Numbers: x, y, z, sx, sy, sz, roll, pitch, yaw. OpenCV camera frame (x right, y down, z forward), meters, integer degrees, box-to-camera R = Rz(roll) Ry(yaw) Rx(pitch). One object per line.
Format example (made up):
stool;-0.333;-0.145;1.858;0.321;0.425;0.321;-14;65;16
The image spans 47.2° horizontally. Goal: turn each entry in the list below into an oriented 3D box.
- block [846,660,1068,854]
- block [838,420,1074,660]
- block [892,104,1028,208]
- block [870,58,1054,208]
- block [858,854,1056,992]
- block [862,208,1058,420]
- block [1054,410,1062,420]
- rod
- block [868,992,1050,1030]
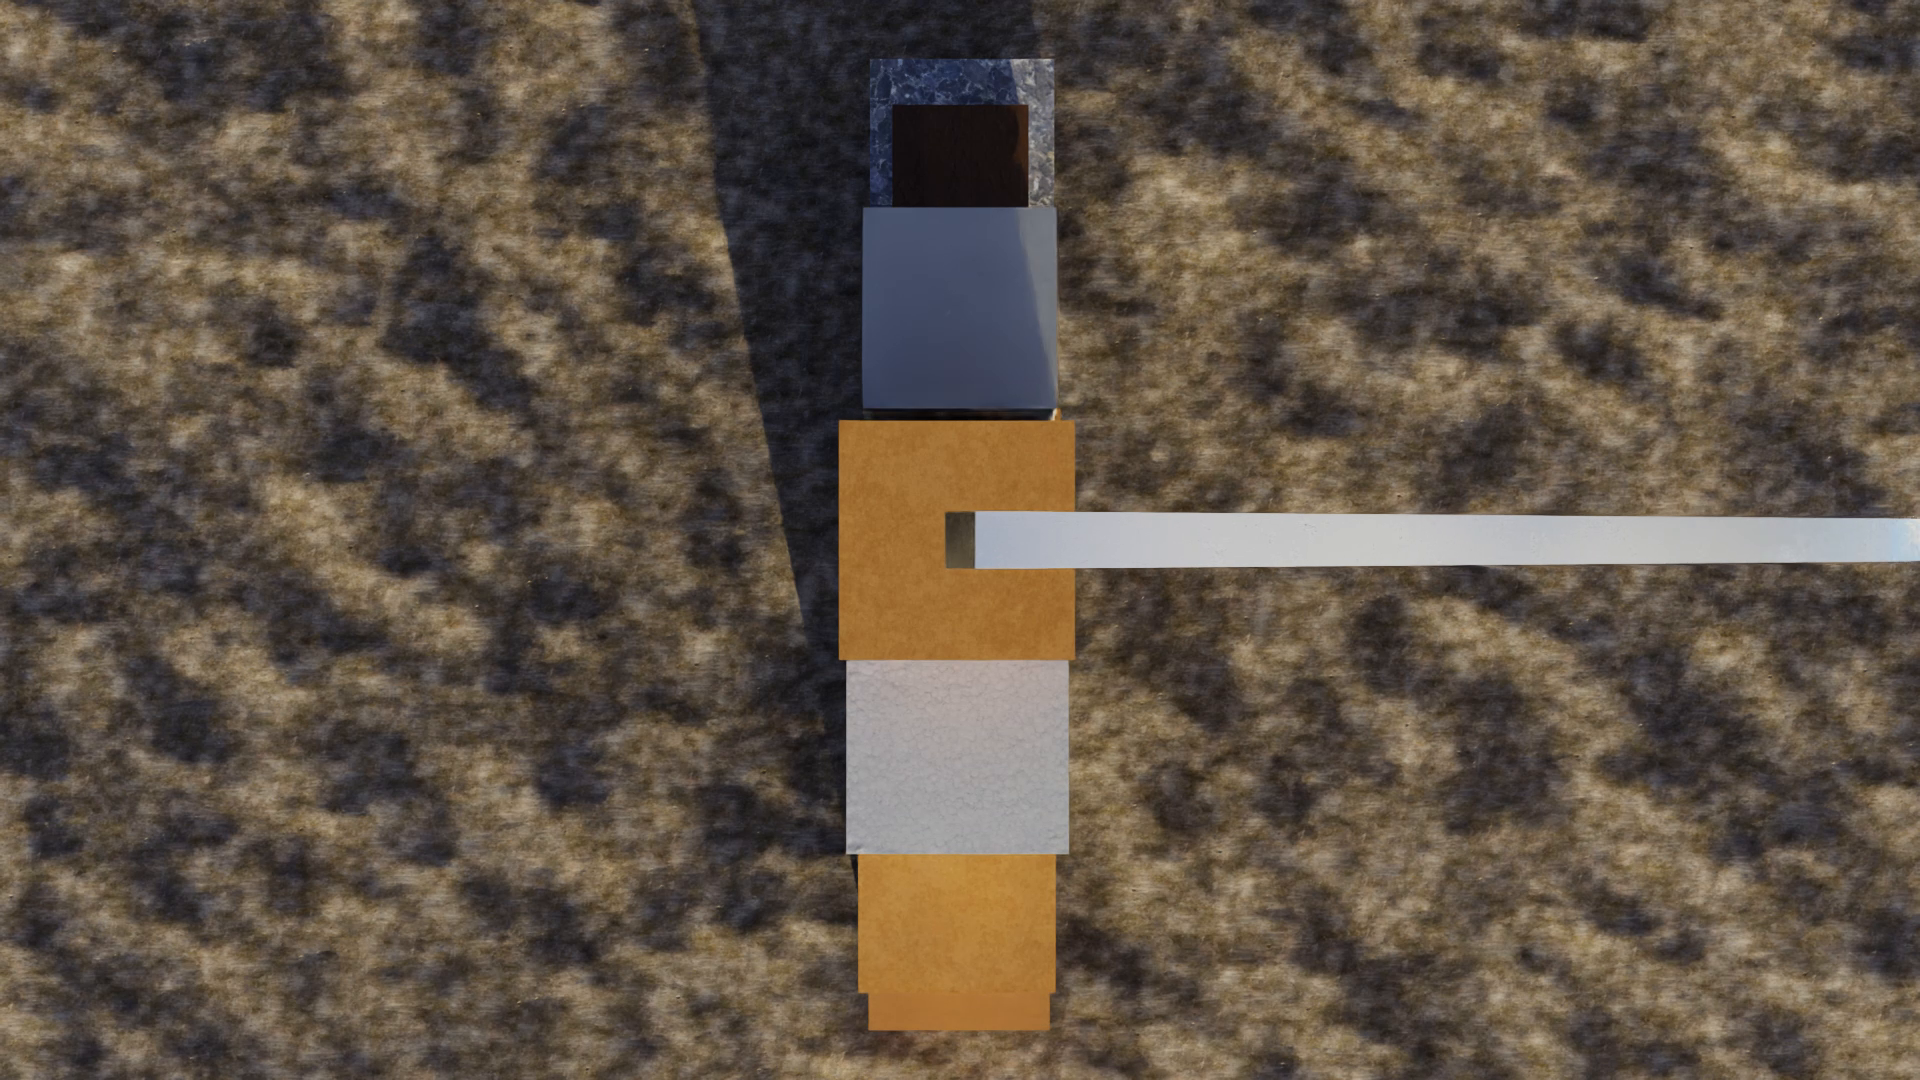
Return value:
block;-0.011;0.976;10.399;1.000;1.027;0.880;0;89;0
block;-0.009;0.000;6.750;0.693;0.590;0.704;0;90;0
block;0.003;-1.895;11.754;0.706;0.728;0.721;0;90;0
block;0.012;-2.101;12.559;1.016;0.882;1.099;0;90;0
block;-0.015;1.754;11.397;0.980;0.980;0.989;0;90;0
block;-0.001;-1.012;10.656;0.896;1.037;0.945;0;83;0
block;0.015;-0.195;11.611;0.998;0.950;0.935;0;90;0
rod;2.212;0.000;4.439;5.200;0.080;0.080;0;90;-32
block;-0.004;2.190;12.443;0.979;1.113;0.922;0;90;0
